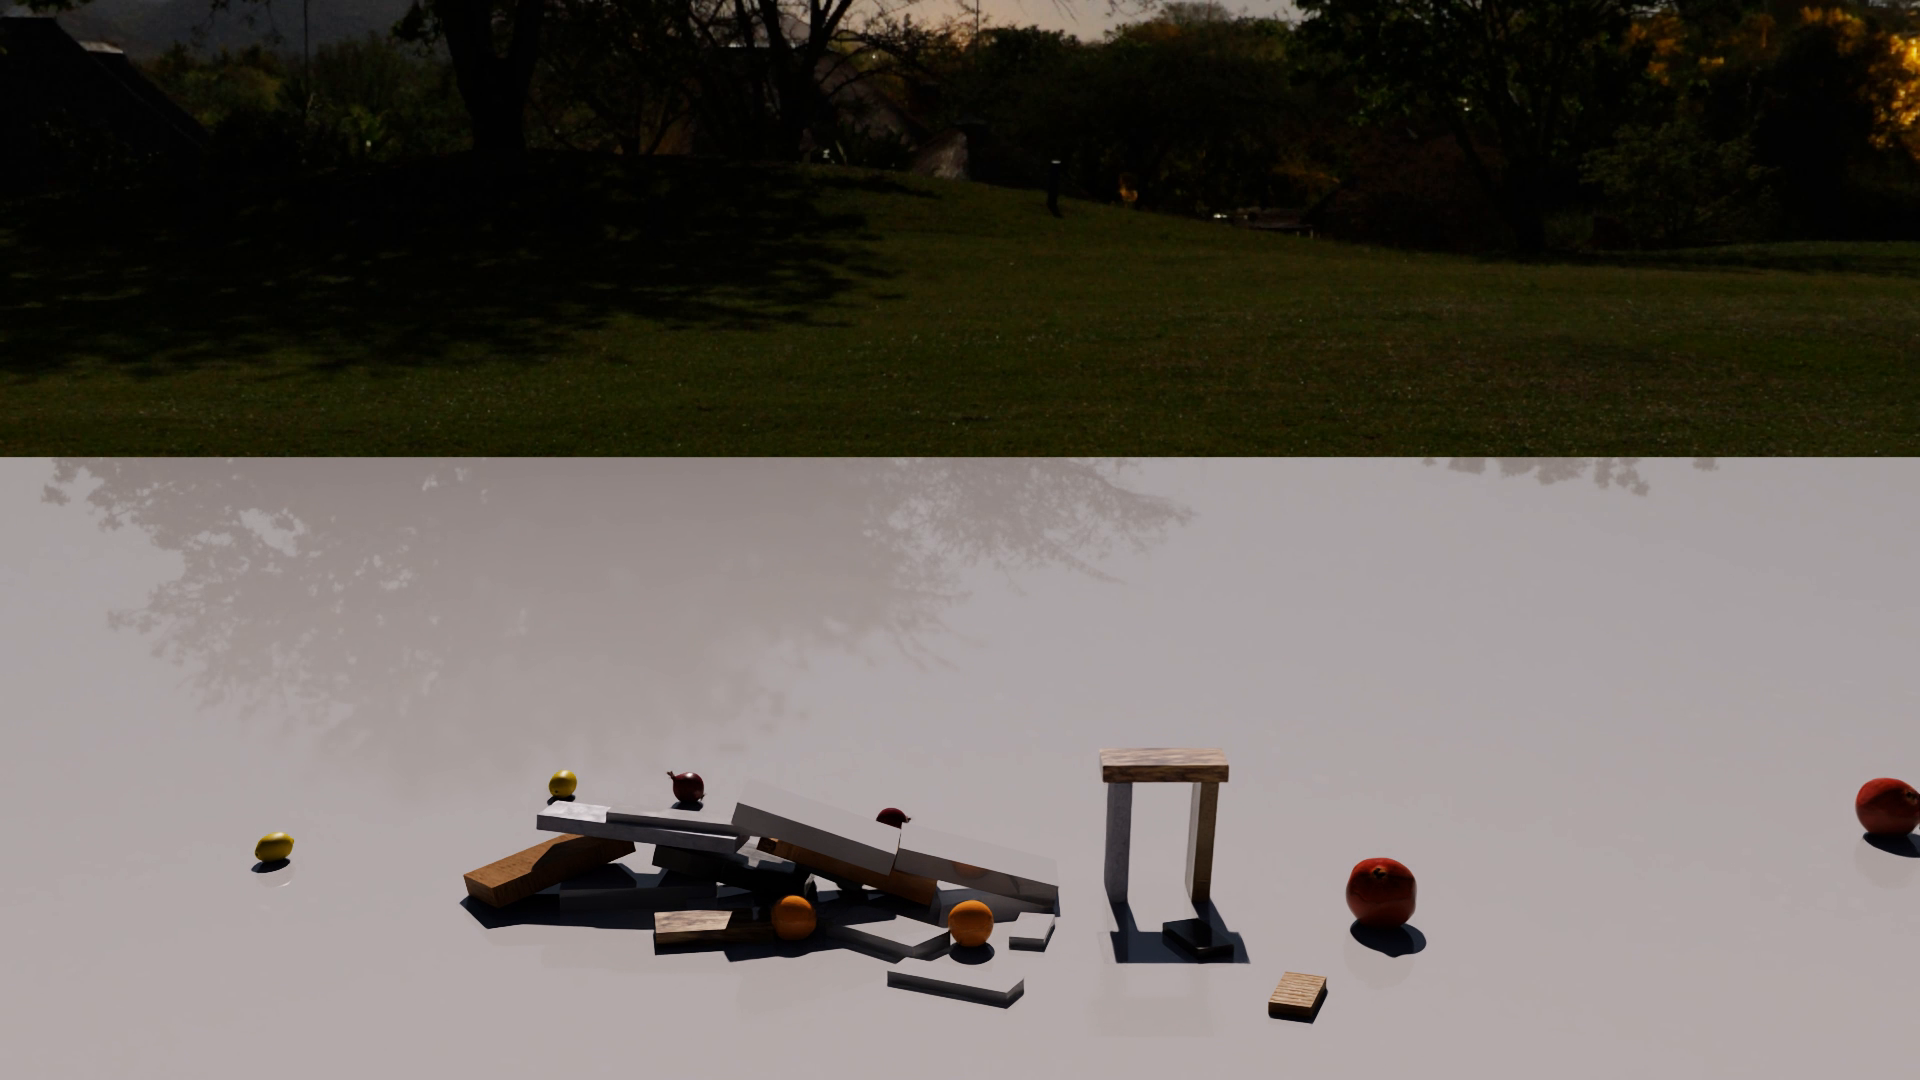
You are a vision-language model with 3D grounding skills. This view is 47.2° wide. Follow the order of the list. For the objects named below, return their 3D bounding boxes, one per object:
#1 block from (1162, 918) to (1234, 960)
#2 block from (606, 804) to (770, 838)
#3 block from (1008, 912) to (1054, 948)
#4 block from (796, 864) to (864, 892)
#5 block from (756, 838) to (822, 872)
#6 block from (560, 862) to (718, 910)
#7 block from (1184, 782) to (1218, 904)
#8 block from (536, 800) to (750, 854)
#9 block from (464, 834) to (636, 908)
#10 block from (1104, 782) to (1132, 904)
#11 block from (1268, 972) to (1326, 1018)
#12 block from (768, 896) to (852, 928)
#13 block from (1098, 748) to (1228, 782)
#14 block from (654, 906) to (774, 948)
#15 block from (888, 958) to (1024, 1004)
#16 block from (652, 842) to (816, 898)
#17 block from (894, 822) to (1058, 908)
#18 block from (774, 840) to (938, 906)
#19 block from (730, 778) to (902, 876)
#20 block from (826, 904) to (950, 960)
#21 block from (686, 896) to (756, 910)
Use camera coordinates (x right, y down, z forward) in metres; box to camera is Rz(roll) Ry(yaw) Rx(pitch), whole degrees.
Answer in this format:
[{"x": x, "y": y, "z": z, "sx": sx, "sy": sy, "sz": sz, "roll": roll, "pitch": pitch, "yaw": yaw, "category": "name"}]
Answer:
[{"x": 0.372, "y": 0.624, "z": 3.441, "sx": 0.062, "sy": 0.017, "sz": 0.123, "roll": -4, "pitch": 11, "yaw": -21, "category": "block"}, {"x": -0.441, "y": 0.466, "z": 3.652, "sx": 0.287, "sy": 0.016, "sz": 0.055, "roll": 5, "pitch": 9, "yaw": 6, "category": "block"}, {"x": 0.114, "y": 0.617, "z": 3.480, "sx": 0.055, "sy": 0.016, "sz": 0.111, "roll": 2, "pitch": 11, "yaw": 11, "category": "block"}, {"x": -0.214, "y": 0.553, "z": 3.679, "sx": 0.114, "sy": 0.016, "sz": 0.057, "roll": 20, "pitch": 10, "yaw": 8, "category": "block"}, {"x": -0.278, "y": 0.517, "z": 3.660, "sx": 0.114, "sy": 0.016, "sz": 0.057, "roll": 19, "pitch": 10, "yaw": 0, "category": "block"}, {"x": -0.531, "y": 0.574, "z": 3.656, "sx": 0.255, "sy": 0.036, "sz": 0.127, "roll": -1, "pitch": 11, "yaw": -4, "category": "block"}, {"x": 0.401, "y": 0.488, "z": 3.655, "sx": 0.029, "sy": 0.205, "sz": 0.103, "roll": 3, "pitch": 10, "yaw": -1, "category": "block"}, {"x": -0.527, "y": 0.479, "z": 3.668, "sx": 0.342, "sy": 0.026, "sz": 0.091, "roll": 6, "pitch": 9, "yaw": 10, "category": "block"}, {"x": -0.685, "y": 0.539, "z": 3.673, "sx": 0.255, "sy": 0.036, "sz": 0.127, "roll": -20, "pitch": 13, "yaw": -31, "category": "block"}, {"x": 0.262, "y": 0.488, "z": 3.655, "sx": 0.029, "sy": 0.205, "sz": 0.103, "roll": 1, "pitch": 10, "yaw": -2, "category": "block"}, {"x": 0.494, "y": 0.665, "z": 3.217, "sx": 0.062, "sy": 0.017, "sz": 0.123, "roll": 4, "pitch": 11, "yaw": 19, "category": "block"}, {"x": -0.245, "y": 0.602, "z": 3.554, "sx": 0.128, "sy": 0.018, "sz": 0.064, "roll": 5, "pitch": 12, "yaw": 24, "category": "block"}, {"x": 0.335, "y": 0.372, "z": 3.635, "sx": 0.205, "sy": 0.029, "sz": 0.103, "roll": 0, "pitch": 11, "yaw": 0, "category": "block"}, {"x": -0.390, "y": 0.612, "z": 3.478, "sx": 0.182, "sy": 0.026, "sz": 0.091, "roll": -2, "pitch": 11, "yaw": -10, "category": "block"}, {"x": -0.007, "y": 0.655, "z": 3.272, "sx": 0.196, "sy": 0.017, "sz": 0.062, "roll": 5, "pitch": 12, "yaw": 25, "category": "block"}, {"x": -0.374, "y": 0.540, "z": 3.676, "sx": 0.255, "sy": 0.036, "sz": 0.127, "roll": 14, "pitch": 10, "yaw": 4, "category": "block"}, {"x": 0.028, "y": 0.540, "z": 3.659, "sx": 0.269, "sy": 0.038, "sz": 0.135, "roll": 14, "pitch": 10, "yaw": -2, "category": "block"}, {"x": -0.168, "y": 0.526, "z": 3.655, "sx": 0.269, "sy": 0.038, "sz": 0.135, "roll": 19, "pitch": 10, "yaw": 0, "category": "block"}, {"x": -0.234, "y": 0.471, "z": 3.613, "sx": 0.269, "sy": 0.038, "sz": 0.135, "roll": 18, "pitch": 10, "yaw": -1, "category": "block"}, {"x": -0.114, "y": 0.617, "z": 3.452, "sx": 0.182, "sy": 0.026, "sz": 0.091, "roll": 8, "pitch": 13, "yaw": 39, "category": "block"}, {"x": -0.390, "y": 0.599, "z": 3.579, "sx": 0.111, "sy": 0.016, "sz": 0.055, "roll": -2, "pitch": 11, "yaw": -10, "category": "block"}]
